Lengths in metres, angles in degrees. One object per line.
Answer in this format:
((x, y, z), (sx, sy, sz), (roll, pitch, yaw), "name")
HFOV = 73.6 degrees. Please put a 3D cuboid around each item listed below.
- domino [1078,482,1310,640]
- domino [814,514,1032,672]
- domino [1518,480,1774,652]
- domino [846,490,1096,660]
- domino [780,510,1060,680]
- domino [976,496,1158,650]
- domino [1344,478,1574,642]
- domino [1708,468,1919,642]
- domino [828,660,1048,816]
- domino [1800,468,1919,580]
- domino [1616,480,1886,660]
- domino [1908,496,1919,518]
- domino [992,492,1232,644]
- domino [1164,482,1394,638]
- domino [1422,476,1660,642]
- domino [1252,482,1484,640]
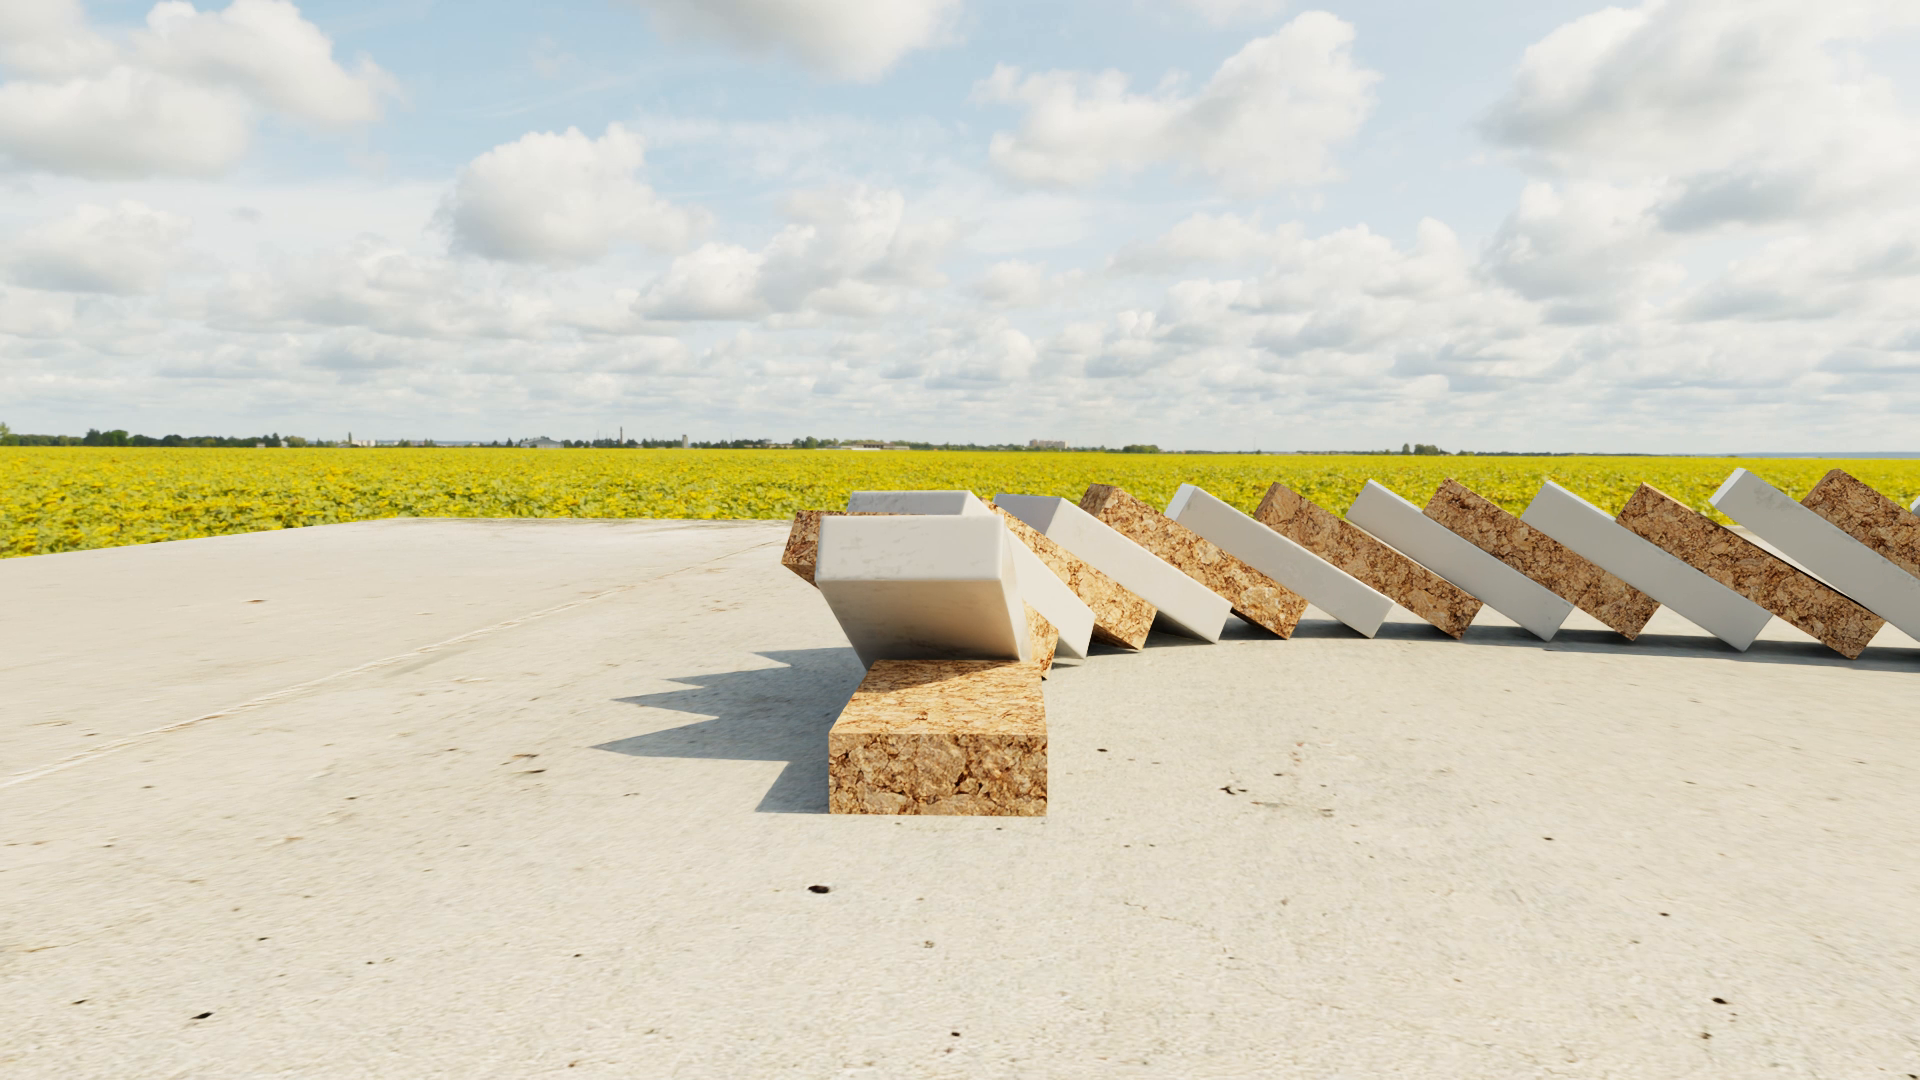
((0.051, 0.004, 0.288), (0.050, 0.009, 0.025), (30, 0, -7), "domino")
((-0.004, 0.012, 0.194), (0.025, 0.009, 0.050), (0, -25, 8), "domino")
((0.148, 0.004, 0.279), (0.050, 0.010, 0.025), (36, 18, 20), "domino")
((0.002, 0.007, 0.236), (0.025, 0.010, 0.050), (1, -26, 34), "domino")
((-0.005, 0.010, 0.220), (0.025, 0.010, 0.050), (3, -23, 32), "domino")
((0.014, 0.007, 0.259), (0.050, 0.010, 0.025), (31, -15, -32), "domino")
((0.112, 0.004, 0.292), (0.050, 0.009, 0.025), (34, 14, 14), "domino")
((0.180, 0.004, 0.263), (0.050, 0.009, 0.025), (40, 21, 19), "domino")
((-0.001, 0.025, 0.172), (0.025, 0.010, 0.050), (0, 4, 2), "domino")
((0.195, 0.004, 0.256), (0.050, 0.010, 0.025), (42, 21, 23), "domino")
((0.165, 0.005, 0.271), (0.050, 0.009, 0.025), (36, 19, 21), "domino")
((0.211, 0.006, 0.247), (0.050, 0.009, 0.025), (43, 26, 25), "domino")
((0.031, 0.006, 0.273), (0.050, 0.009, 0.025), (30, -11, -28), "domino")
((0.071, 0.004, 0.292), (0.050, 0.009, 0.025), (30, 5, 0), "domino")
((0.129, 0.003, 0.288), (0.050, 0.010, 0.025), (35, 14, 19), "domino")
((0.092, 0.004, 0.293), (0.050, 0.010, 0.025), (32, 9, 6), "domino")
